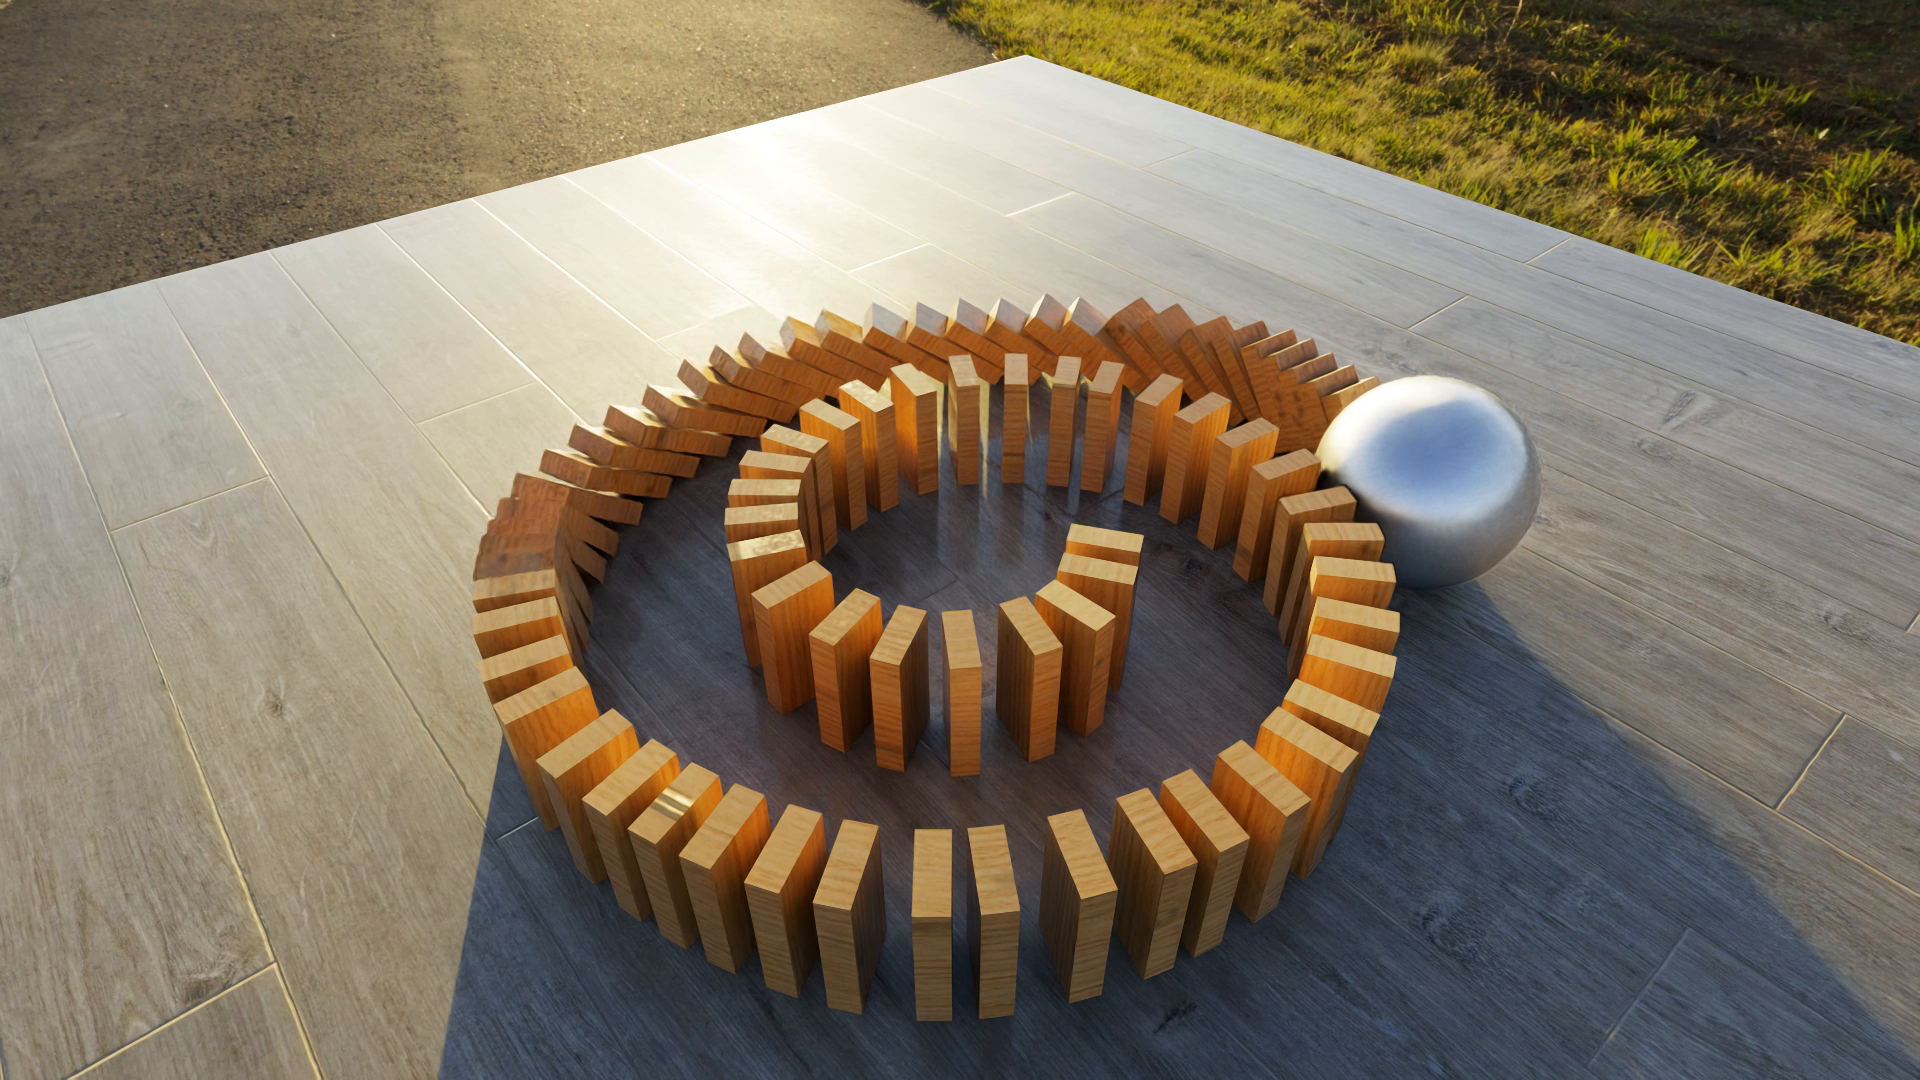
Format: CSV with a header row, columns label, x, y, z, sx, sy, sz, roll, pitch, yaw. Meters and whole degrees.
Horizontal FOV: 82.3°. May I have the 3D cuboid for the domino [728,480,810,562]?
label,x,y,z,sx,sy,sz,roll,pitch,yaw
domino,-0.070,0.000,0.411,0.025,0.050,0.010,0,39,1

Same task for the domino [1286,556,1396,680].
label,x,y,z,sx,sy,sz,roll,pitch,yaw
domino,0.130,0.029,0.376,0.025,0.050,0.009,6,40,7

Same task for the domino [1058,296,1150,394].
label,x,y,z,sx,sy,sz,roll,pitch,yaw
domino,0.073,-0.095,0.539,0.050,0.010,0.025,36,41,-11

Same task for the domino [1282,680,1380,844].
label,x,y,z,sx,sy,sz,roll,pitch,yaw
domino,0.106,0.067,0.330,0.025,0.050,0.010,23,45,26

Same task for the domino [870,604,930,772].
label,x,y,z,sx,sy,sz,roll,pitch,yaw
domino,-0.019,0.048,0.353,0.009,0.050,0.025,12,41,14

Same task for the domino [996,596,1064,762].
label,x,y,z,sx,sy,sz,roll,pitch,yaw
domino,0.022,0.046,0.356,0.010,0.050,0.025,-16,42,-18

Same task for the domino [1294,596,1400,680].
label,x,y,z,sx,sy,sz,roll,pitch,yaw
domino,0.124,0.043,0.360,0.025,0.050,0.009,11,41,13

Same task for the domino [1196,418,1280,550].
label,x,y,z,sx,sy,sz,roll,pitch,yaw
domino,0.110,-0.022,0.438,0.025,0.050,0.009,-23,45,-25

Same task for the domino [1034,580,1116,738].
label,x,y,z,sx,sy,sz,roll,pitch,yaw
domino,0.036,0.040,0.363,0.025,0.050,0.010,32,49,33

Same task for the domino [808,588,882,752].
label,x,y,z,sx,sy,sz,roll,pitch,yaw
domino,-0.036,0.043,0.359,0.010,0.050,0.025,21,44,24

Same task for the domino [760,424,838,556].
label,x,y,z,sx,sy,sz,roll,pitch,yaw
domino,-0.063,-0.019,0.435,0.025,0.050,0.009,18,43,21

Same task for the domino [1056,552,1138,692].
label,x,y,z,sx,sy,sz,roll,pitch,yaw
domino,0.045,0.029,0.376,0.025,0.050,0.009,11,41,13

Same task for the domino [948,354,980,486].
label,x,y,z,sx,sy,sz,roll,pitch,yaw
domino,0.002,-0.051,0.474,0.009,0.050,0.025,-6,40,-7

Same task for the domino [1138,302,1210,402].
label,x,y,z,sx,sy,sz,roll,pitch,yaw
domino,0.111,-0.088,0.530,0.025,0.009,0.050,-34,84,-36

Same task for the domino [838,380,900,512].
label,x,y,z,sx,sy,sz,roll,pitch,yaw
domino,-0.038,-0.039,0.459,0.009,0.050,0.025,-29,47,-30

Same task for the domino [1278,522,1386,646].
label,x,y,z,sx,sy,sz,roll,pitch,yaw
domino,0.131,0.016,0.391,0.025,0.050,0.009,0,39,0

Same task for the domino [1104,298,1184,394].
label,x,y,z,sx,sy,sz,roll,pitch,yaw
domino,0.096,-0.093,0.537,0.050,0.009,0.025,49,54,5

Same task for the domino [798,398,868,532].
label,x,y,z,sx,sy,sz,roll,pitch,yaw
domino,-0.051,-0.030,0.448,0.025,0.050,0.009,28,47,30

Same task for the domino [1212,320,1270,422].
label,x,y,z,sx,sy,sz,roll,pitch,yaw
domino,0.139,-0.074,0.509,0.025,0.010,0.050,-23,88,-26

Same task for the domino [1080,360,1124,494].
label,x,y,z,sx,sy,sz,roll,pitch,yaw
domino,0.061,-0.048,0.470,0.009,0.050,0.025,12,41,14

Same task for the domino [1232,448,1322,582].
label,x,y,z,sx,sy,sz,roll,pitch,yaw
domino,0.121,-0.009,0.422,0.025,0.050,0.009,-19,43,-19

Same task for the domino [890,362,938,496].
label,x,y,z,sx,sy,sz,roll,pitch,yaw
domino,-0.019,-0.047,0.469,0.009,0.050,0.025,-19,43,-21

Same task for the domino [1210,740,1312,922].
label,x,y,z,sx,sy,sz,roll,pitch,yaw
domino,0.081,0.083,0.310,0.009,0.050,0.025,-24,45,-26

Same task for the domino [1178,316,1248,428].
label,x,y,z,sx,sy,sz,roll,pitch,yaw
domino,0.127,-0.080,0.520,0.025,0.009,0.050,-24,79,-27

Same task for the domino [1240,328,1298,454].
label,x,y,z,sx,sy,sz,roll,pitch,yaw
domino,0.147,-0.067,0.497,0.025,0.050,0.009,-24,7,-26

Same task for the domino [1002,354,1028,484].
label,x,y,z,sx,sy,sz,roll,pitch,yaw
domino,0.024,-0.052,0.475,0.009,0.050,0.025,1,39,1

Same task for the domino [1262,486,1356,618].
label,x,y,z,sx,sy,sz,roll,pitch,yaw
domino,0.128,0.005,0.404,0.025,0.050,0.009,-11,40,-7

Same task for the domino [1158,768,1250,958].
label,x,y,z,sx,sy,sz,roll,pitch,yaw
domino,0.064,0.089,0.302,0.009,0.050,0.025,-18,43,-21

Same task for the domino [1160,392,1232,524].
label,x,y,z,sx,sy,sz,roll,pitch,yaw
domino,0.096,-0.033,0.452,0.025,0.050,0.009,-30,48,-32

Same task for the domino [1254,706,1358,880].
label,x,y,z,sx,sy,sz,roll,pitch,yaw
domino,0.097,0.074,0.321,0.025,0.050,0.010,31,48,32

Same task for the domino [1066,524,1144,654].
label,x,y,z,sx,sy,sz,roll,pitch,yaw
domino,0.049,0.019,0.389,0.025,0.050,0.010,10,40,11

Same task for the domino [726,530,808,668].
label,x,y,z,sx,sy,sz,roll,pitch,yaw
domino,-0.065,0.021,0.386,0.025,0.050,0.009,-12,41,-14

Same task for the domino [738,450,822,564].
label,x,y,z,sx,sy,sz,roll,pitch,yaw
domino,-0.069,-0.010,0.424,0.025,0.050,0.010,8,40,9

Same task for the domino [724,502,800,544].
label,x,y,z,sx,sy,sz,roll,pitch,yaw
domino,-0.069,0.010,0.399,0.025,0.050,0.009,-5,40,-6

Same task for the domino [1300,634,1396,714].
label,x,y,z,sx,sy,sz,roll,pitch,yaw
domino,0.117,0.054,0.346,0.025,0.050,0.009,16,42,18

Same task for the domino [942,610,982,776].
label,x,y,z,sx,sy,sz,roll,pitch,yaw
domino,0.000,0.049,0.351,0.010,0.050,0.025,-4,40,-5

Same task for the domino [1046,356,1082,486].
label,x,y,z,sx,sy,sz,roll,pitch,yaw
domino,0.045,-0.051,0.473,0.010,0.050,0.025,7,40,8

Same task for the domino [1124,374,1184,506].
label,x,y,z,sx,sy,sz,roll,pitch,yaw
domino,0.081,-0.042,0.462,0.009,0.050,0.025,24,45,26

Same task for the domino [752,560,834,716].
label,x,y,z,sx,sy,sz,roll,pitch,yaw
domino,-0.054,0.033,0.371,0.025,0.050,0.009,-30,48,-31
